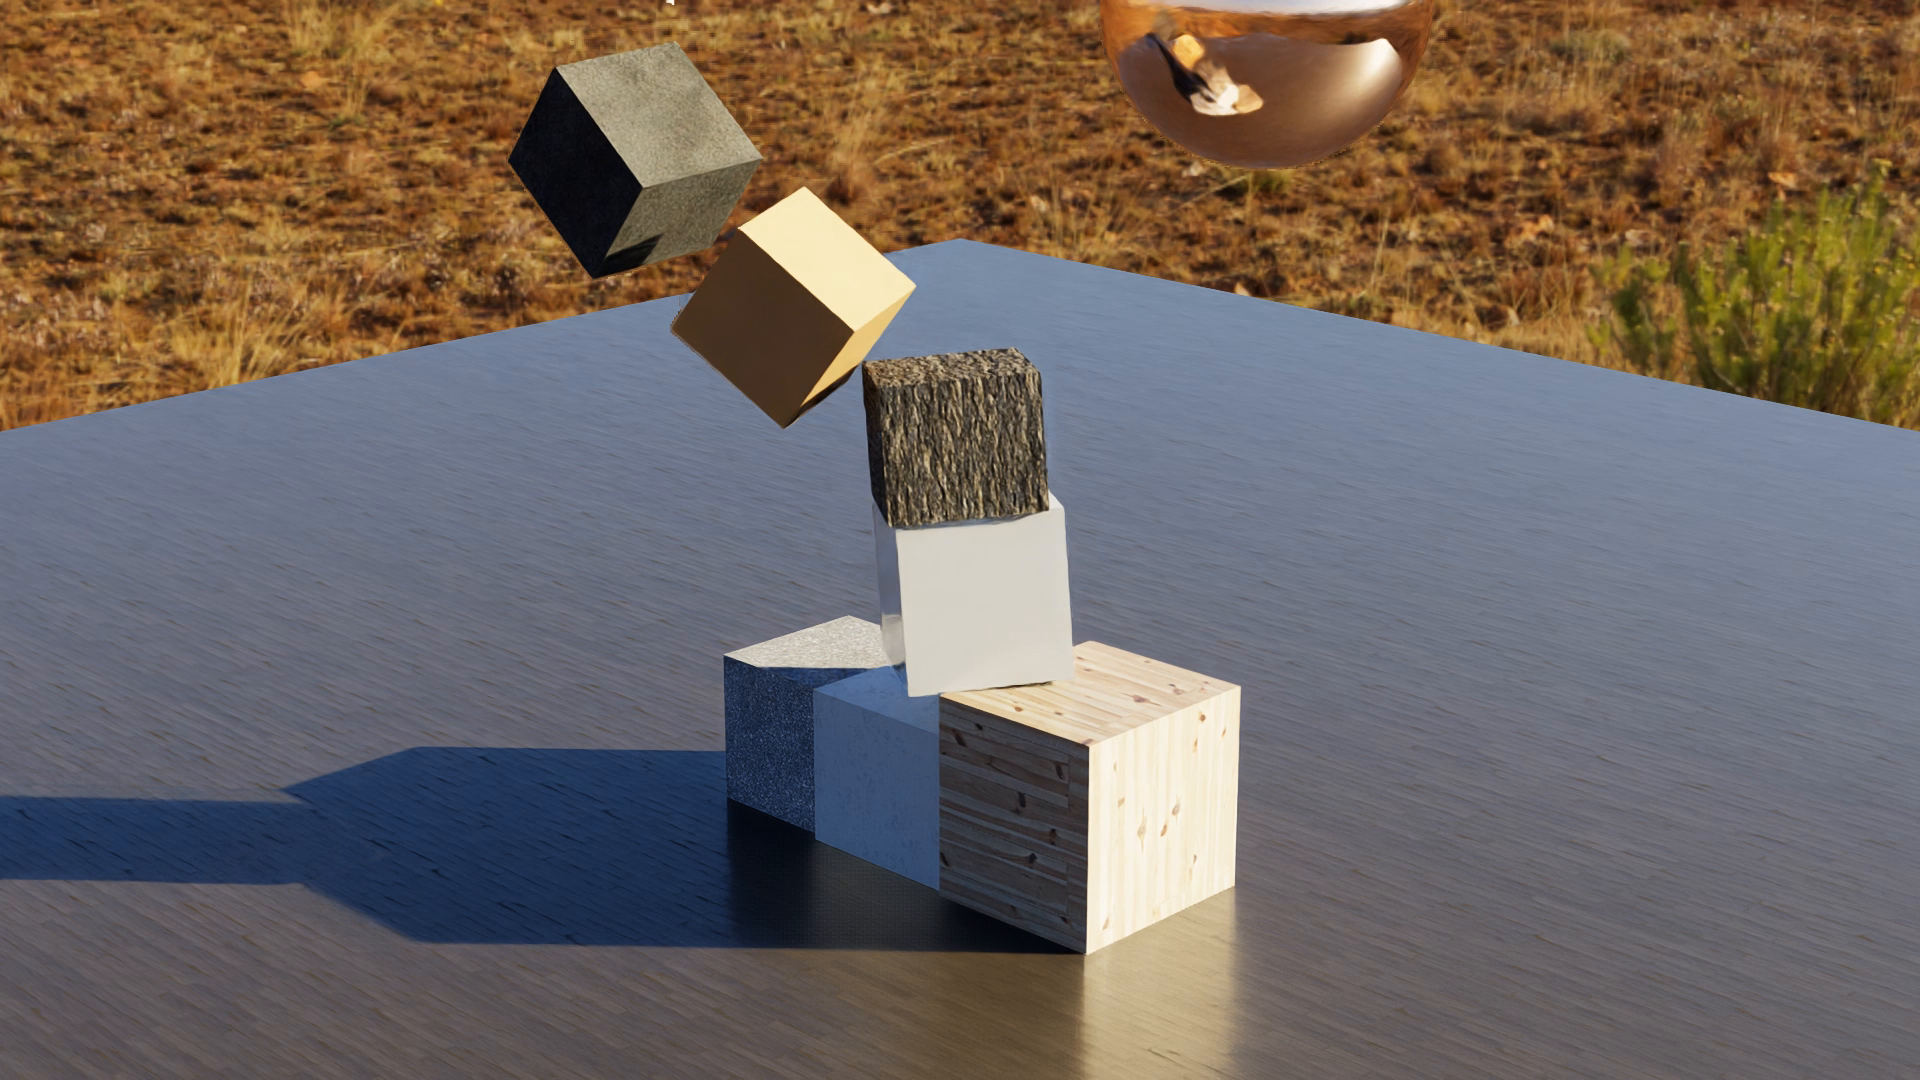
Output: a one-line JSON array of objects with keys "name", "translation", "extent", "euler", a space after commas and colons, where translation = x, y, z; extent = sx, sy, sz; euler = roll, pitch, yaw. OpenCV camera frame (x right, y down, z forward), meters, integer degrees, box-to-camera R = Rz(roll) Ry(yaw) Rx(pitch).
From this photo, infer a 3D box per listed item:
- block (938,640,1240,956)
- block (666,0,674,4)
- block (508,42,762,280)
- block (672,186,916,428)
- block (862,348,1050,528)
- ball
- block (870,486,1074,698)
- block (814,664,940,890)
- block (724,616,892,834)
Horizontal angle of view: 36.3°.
[{"name": "block", "translation": [0.578, 1.129, 13.143], "extent": [0.887, 0.965, 1.014], "euler": [16, 24, 41]}, {"name": "block", "translation": [-1.594, -2.952, 13.184], "extent": [0.692, 0.718, 0.717], "euler": [15, 14, -45]}, {"name": "block", "translation": [-1.462, -1.710, 13.174], "extent": [0.698, 0.621, 0.719], "euler": [-21, 68, -42]}, {"name": "block", "translation": [-0.732, -1.027, 12.936], "extent": [0.671, 0.638, 0.593], "euler": [42, 36, 4]}, {"name": "block", "translation": [-0.027, -0.466, 13.037], "extent": [0.710, 0.616, 0.686], "euler": [-6, 14, -7]}, {"name": "ball", "translation": [1.467, -2.585, 14.067], "extent": [1.600, 1.600, 1.600], "euler": [0, 17, 0]}, {"name": "block", "translation": [0.050, 0.185, 13.305], "extent": [0.748, 0.783, 0.825], "euler": [-6, 14, -8]}, {"name": "block", "translation": [-0.083, 1.053, 13.737], "extent": [0.852, 0.754, 0.844], "euler": [-17, 24, -42]}, {"name": "block", "translation": [-0.607, 0.889, 14.282], "extent": [0.825, 0.739, 0.682], "euler": [-17, 24, -42]}]
